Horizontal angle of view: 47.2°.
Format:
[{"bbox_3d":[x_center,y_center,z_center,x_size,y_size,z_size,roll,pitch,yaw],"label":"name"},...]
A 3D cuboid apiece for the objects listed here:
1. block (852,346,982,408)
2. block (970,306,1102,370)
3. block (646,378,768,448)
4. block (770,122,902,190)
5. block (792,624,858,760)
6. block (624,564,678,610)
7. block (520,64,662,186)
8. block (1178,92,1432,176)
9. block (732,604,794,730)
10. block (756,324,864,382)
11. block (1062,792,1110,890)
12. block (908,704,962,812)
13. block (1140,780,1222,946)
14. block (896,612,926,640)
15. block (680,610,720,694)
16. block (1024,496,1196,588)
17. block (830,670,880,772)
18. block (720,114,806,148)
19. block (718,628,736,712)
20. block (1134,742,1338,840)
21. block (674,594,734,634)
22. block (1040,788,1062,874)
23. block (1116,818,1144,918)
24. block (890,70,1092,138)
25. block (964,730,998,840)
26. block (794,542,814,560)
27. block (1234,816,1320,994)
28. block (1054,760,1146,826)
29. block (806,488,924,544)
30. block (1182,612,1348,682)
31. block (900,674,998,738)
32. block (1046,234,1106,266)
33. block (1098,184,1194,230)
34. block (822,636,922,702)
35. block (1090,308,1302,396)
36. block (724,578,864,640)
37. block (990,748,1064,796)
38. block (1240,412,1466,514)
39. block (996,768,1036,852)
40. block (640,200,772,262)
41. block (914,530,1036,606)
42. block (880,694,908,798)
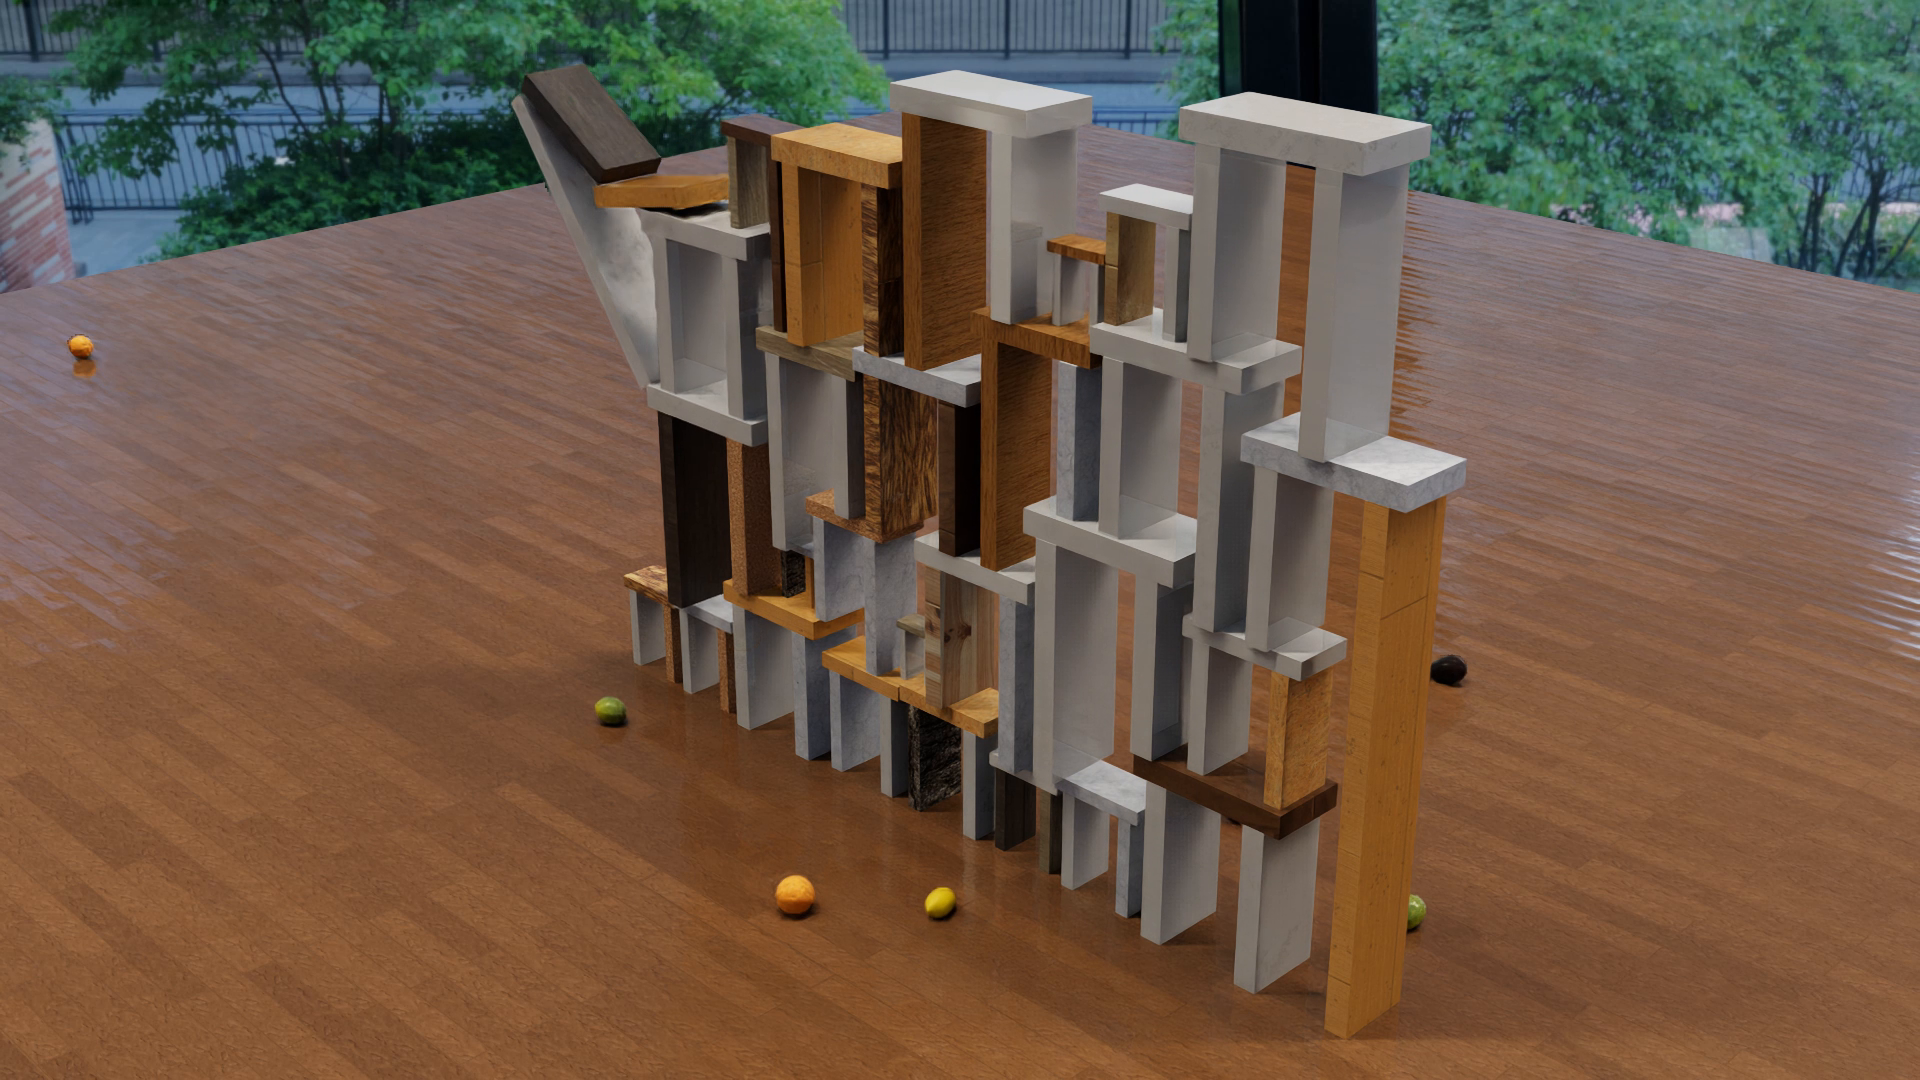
[{"bbox_3d":[-0.043,-0.322,4.127,0.152,0.043,0.304,-21,31,-40],"label":"block"},{"bbox_3d":[0.171,-0.368,3.877,0.144,0.041,0.287,-21,31,-40],"label":"block"},{"bbox_3d":[-0.484,-0.283,4.632,0.344,0.049,0.172,22,31,40],"label":"block"},{"bbox_3d":[-0.186,-0.722,4.120,0.163,0.046,0.326,-21,31,-40],"label":"block"},{"bbox_3d":[-0.284,0.308,4.663,0.041,0.291,0.145,21,31,41],"label":"block"},{"bbox_3d":[-0.669,0.106,4.997,0.187,0.027,0.094,21,31,41],"label":"block"},{"bbox_3d":[-0.789,-0.891,4.701,0.153,0.043,0.306,-22,64,-41],"label":"block"},{"bbox_3d":[0.527,-0.627,3.380,0.348,0.049,0.174,21,31,41],"label":"block"},{"bbox_3d":[-0.421,0.254,4.789,0.041,0.291,0.145,21,31,41],"label":"block"},{"bbox_3d":[-0.252,-0.382,4.342,0.147,0.042,0.293,-21,31,-40],"label":"block"},{"bbox_3d":[0.240,0.555,4.190,0.103,0.205,0.029,-21,31,-41],"label":"block"},{"bbox_3d":[-0.051,0.423,4.463,0.033,0.236,0.118,21,31,41],"label":"block"},{"bbox_3d":[0.406,0.562,4.020,0.046,0.326,0.163,21,31,41],"label":"block"},{"bbox_3d":[-0.072,0.174,4.380,0.103,0.015,0.051,21,31,41],"label":"block"},{"bbox_3d":[-0.579,0.237,4.947,0.028,0.199,0.099,21,31,40],"label":"block"},{"bbox_3d":[0.298,-0.012,3.887,0.346,0.049,0.173,21,31,40],"label":"block"},{"bbox_3d":[-0.218,0.362,4.616,0.114,0.229,0.032,-21,31,-41],"label":"block"},{"bbox_3d":[-0.372,-0.795,4.287,0.184,0.026,0.092,23,32,39],"label":"block"},{"bbox_3d":[-0.485,0.273,4.862,0.099,0.199,0.028,-21,30,-41],"label":"block"},{"bbox_3d":[0.483,0.420,3.876,0.326,0.046,0.163,21,31,41],"label":"block"},{"bbox_3d":[-0.532,0.150,4.859,0.199,0.028,0.099,22,31,40],"label":"block"},{"bbox_3d":[0.194,0.547,4.243,0.025,0.179,0.090,21,31,41],"label":"block"},{"bbox_3d":[0.337,0.592,4.102,0.029,0.205,0.103,21,31,41],"label":"block"},{"bbox_3d":[0.052,-0.764,3.845,0.333,0.047,0.166,21,31,41],"label":"block"},{"bbox_3d":[0.060,0.466,4.361,0.033,0.236,0.118,21,31,41],"label":"block"},{"bbox_3d":[-0.320,0.009,4.574,0.115,0.016,0.058,21,31,40],"label":"block"},{"bbox_3d":[0.560,0.622,3.878,0.046,0.326,0.163,21,31,41],"label":"block"},{"bbox_3d":[0.286,0.466,4.098,0.205,0.029,0.103,21,31,41],"label":"block"},{"bbox_3d":[-0.192,-0.054,4.415,0.114,0.032,0.228,-21,31,-40],"label":"block"},{"bbox_3d":[0.515,0.164,3.730,0.126,0.036,0.252,-21,31,-41],"label":"block"},{"bbox_3d":[0.005,0.320,4.359,0.236,0.033,0.118,21,31,41],"label":"block"},{"bbox_3d":[0.219,-0.499,3.778,0.130,0.018,0.065,21,31,40],"label":"block"},{"bbox_3d":[0.332,-0.550,3.624,0.193,0.027,0.096,21,31,40],"label":"block"},{"bbox_3d":[-0.165,0.263,4.515,0.114,0.032,0.229,-21,31,-40],"label":"block"},{"bbox_3d":[0.390,-0.317,3.663,0.321,0.046,0.161,21,31,40],"label":"block"},{"bbox_3d":[-0.352,0.128,4.661,0.291,0.041,0.145,21,31,41],"label":"block"},{"bbox_3d":[0.152,0.436,4.242,0.179,0.025,0.090,21,31,41],"label":"block"},{"bbox_3d":[0.623,-0.128,3.497,0.160,0.045,0.320,-21,31,-41],"label":"block"},{"bbox_3d":[0.110,0.514,4.321,0.025,0.179,0.090,21,31,41],"label":"block"},{"bbox_3d":[-0.479,-0.638,4.480,0.337,0.048,0.168,21,31,41],"label":"block"},{"bbox_3d":[0.070,0.039,4.163,0.149,0.042,0.298,-21,31,-41],"label":"block"},{"bbox_3d":[-0.111,0.404,4.517,0.114,0.229,0.032,-21,31,-41],"label":"block"}]
